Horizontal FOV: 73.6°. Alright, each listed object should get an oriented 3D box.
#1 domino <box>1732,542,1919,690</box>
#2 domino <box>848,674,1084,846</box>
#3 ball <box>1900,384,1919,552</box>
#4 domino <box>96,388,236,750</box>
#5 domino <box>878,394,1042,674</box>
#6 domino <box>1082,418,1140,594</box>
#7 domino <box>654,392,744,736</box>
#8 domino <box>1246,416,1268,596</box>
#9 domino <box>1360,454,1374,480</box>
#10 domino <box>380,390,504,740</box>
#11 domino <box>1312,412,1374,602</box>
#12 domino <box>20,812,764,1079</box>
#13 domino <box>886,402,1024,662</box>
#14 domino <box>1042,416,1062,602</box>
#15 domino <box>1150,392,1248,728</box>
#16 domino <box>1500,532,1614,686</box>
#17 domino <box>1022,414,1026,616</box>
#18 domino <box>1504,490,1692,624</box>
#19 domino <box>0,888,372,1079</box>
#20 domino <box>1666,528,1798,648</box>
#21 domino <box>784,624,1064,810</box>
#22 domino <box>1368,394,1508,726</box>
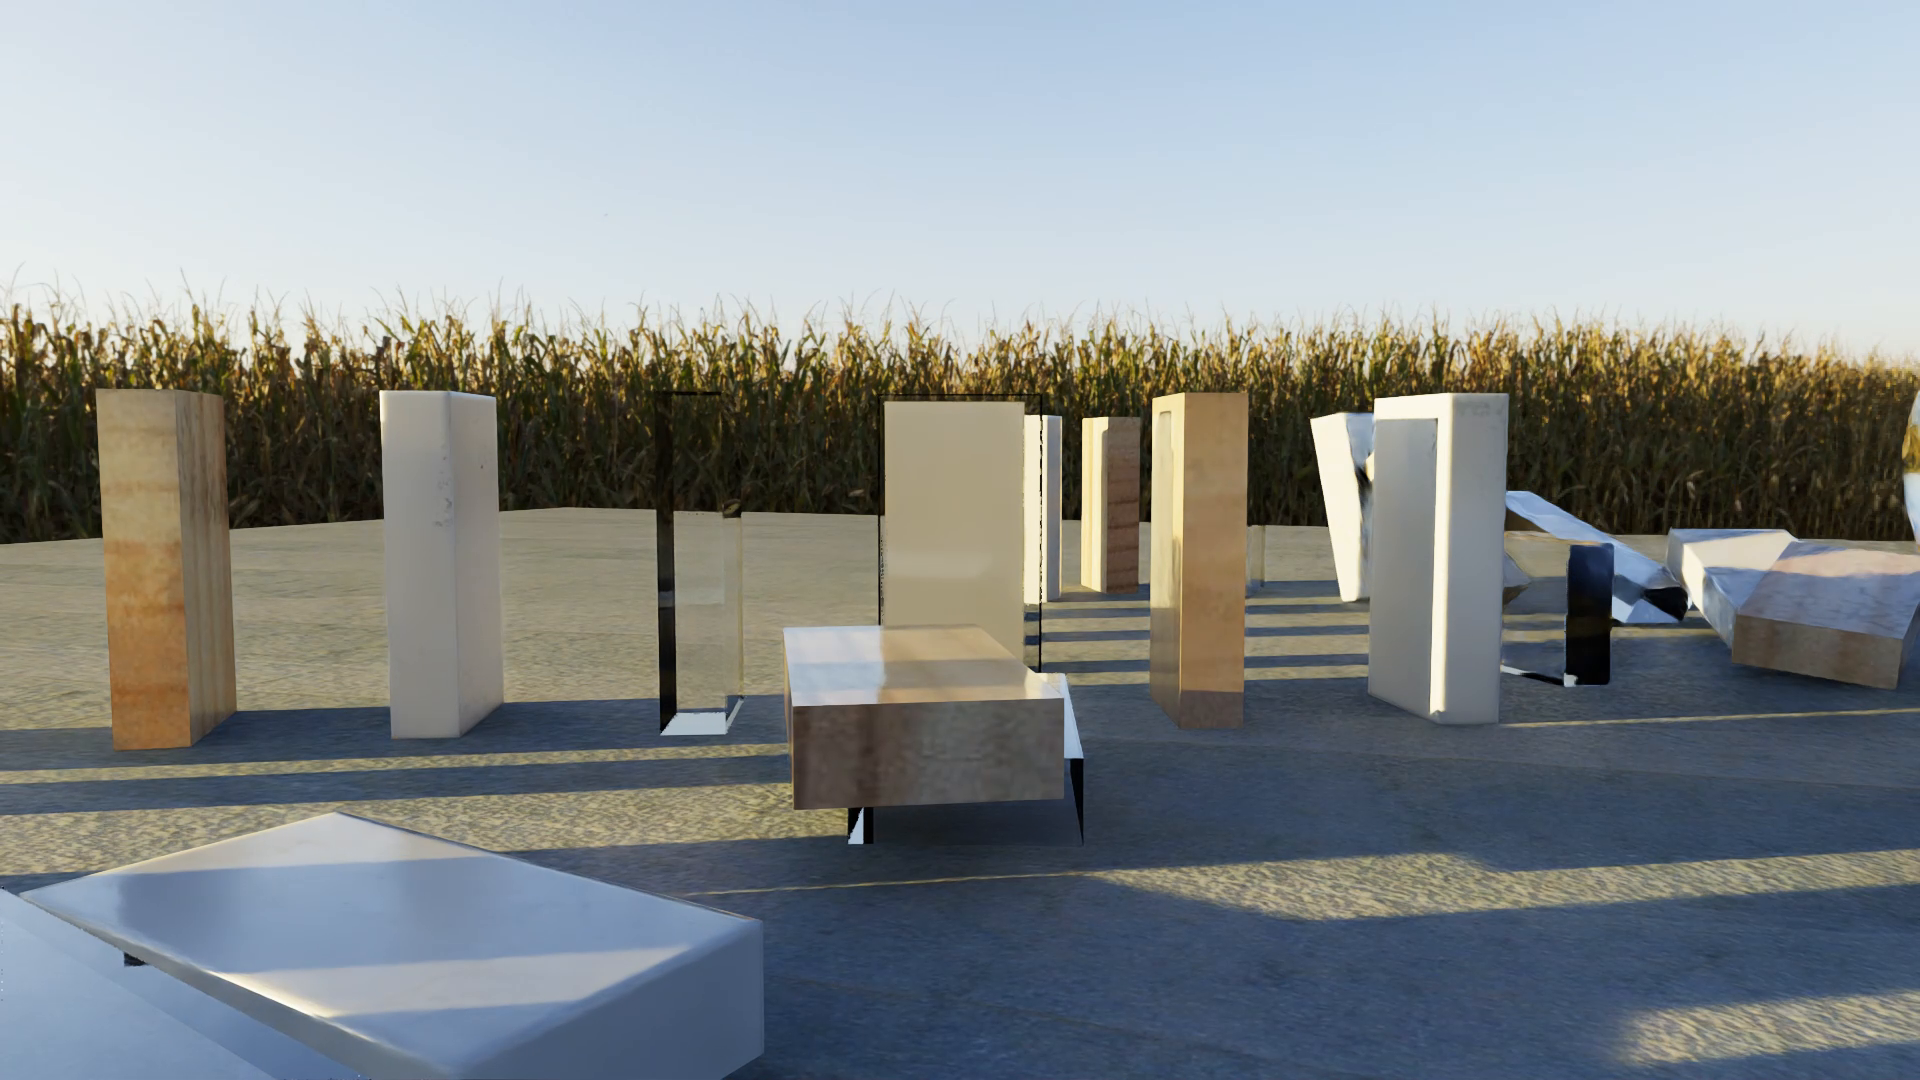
[{"bbox_3d":[0.168,0.013,0.246,0.025,0.010,0.050,10,22,40],"label":"domino"},{"bbox_3d":[0.002,0.026,0.161,0.025,0.009,0.050,0,4,2],"label":"domino"},{"bbox_3d":[0.194,-0.012,0.197,0.080,0.080,0.080,0,4,0],"label":"ball"},{"bbox_3d":[-0.116,0.003,0.189,0.009,0.050,0.025,-1,4,-16],"label":"domino"},{"bbox_3d":[0.000,0.002,0.201,0.025,0.050,0.009,0,4,0],"label":"domino"},{"bbox_3d":[0.044,-0.011,0.375,0.010,0.050,0.025,-1,4,-11],"label":"domino"},{"bbox_3d":[-0.040,0.003,0.199,0.010,0.050,0.025,0,4,-3],"label":"domino"},{"bbox_3d":[0.082,-0.010,0.371,0.010,0.050,0.025,2,5,22],"label":"domino"},{"bbox_3d":[0.131,-0.004,0.340,0.025,0.050,0.010,-4,-38,-42],"label":"domino"},{"bbox_3d":[-0.078,0.003,0.196,0.010,0.050,0.025,0,4,-5],"label":"domino"},{"bbox_3d":[0.111,-0.009,0.355,0.009,0.050,0.025,-11,-4,39],"label":"domino"},{"bbox_3d":[-0.041,0.031,0.092,0.050,0.010,0.025,3,5,32],"label":"domino"},{"bbox_3d":[-0.001,0.000,0.239,0.025,0.050,0.010,0,4,-1],"label":"domino"},{"bbox_3d":[0.014,-0.009,0.352,0.025,0.050,0.010,2,5,28],"label":"domino"},{"bbox_3d":[0.037,0.002,0.202,0.010,0.050,0.025,0,4,-2],"label":"domino"},{"bbox_3d":[0.104,0.011,0.249,0.010,0.025,0.050,-1,4,-16],"label":"domino"},{"bbox_3d":[0.003,-0.006,0.316,0.025,0.050,0.009,1,4,11],"label":"domino"},{"bbox_3d":[0.152,0.003,0.317,0.025,0.010,0.050,1,28,-34],"label":"domino"},{"bbox_3d":[-0.058,0.033,0.071,0.050,0.010,0.025,3,5,35],"label":"domino"},{"bbox_3d":[0.178,0.010,0.285,0.025,0.009,0.050,1,20,14],"label":"domino"},{"bbox_3d":[-0.006,0.018,0.142,0.025,0.009,0.050,-1,4,-9],"label":"domino"},{"bbox_3d":[0.076,0.002,0.205,0.009,0.050,0.025,-1,4,-7],"label":"domino"}]
